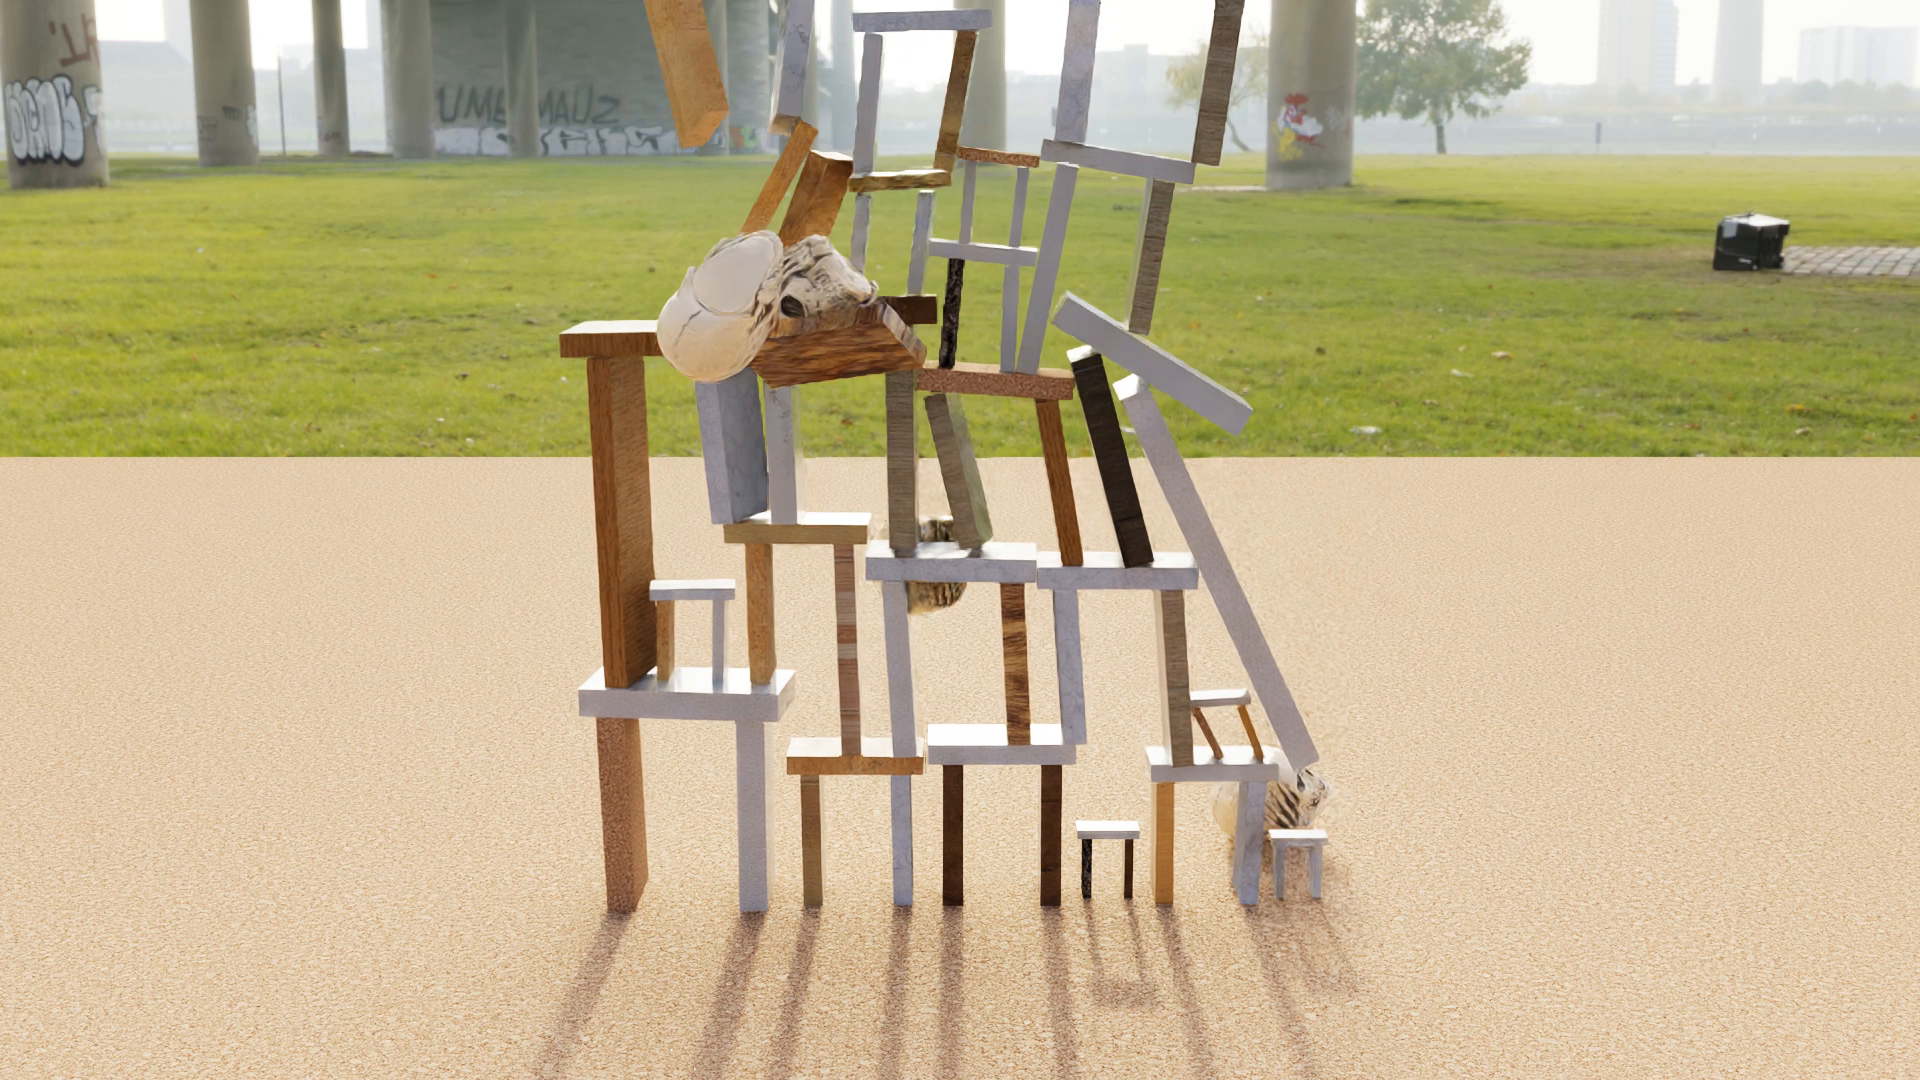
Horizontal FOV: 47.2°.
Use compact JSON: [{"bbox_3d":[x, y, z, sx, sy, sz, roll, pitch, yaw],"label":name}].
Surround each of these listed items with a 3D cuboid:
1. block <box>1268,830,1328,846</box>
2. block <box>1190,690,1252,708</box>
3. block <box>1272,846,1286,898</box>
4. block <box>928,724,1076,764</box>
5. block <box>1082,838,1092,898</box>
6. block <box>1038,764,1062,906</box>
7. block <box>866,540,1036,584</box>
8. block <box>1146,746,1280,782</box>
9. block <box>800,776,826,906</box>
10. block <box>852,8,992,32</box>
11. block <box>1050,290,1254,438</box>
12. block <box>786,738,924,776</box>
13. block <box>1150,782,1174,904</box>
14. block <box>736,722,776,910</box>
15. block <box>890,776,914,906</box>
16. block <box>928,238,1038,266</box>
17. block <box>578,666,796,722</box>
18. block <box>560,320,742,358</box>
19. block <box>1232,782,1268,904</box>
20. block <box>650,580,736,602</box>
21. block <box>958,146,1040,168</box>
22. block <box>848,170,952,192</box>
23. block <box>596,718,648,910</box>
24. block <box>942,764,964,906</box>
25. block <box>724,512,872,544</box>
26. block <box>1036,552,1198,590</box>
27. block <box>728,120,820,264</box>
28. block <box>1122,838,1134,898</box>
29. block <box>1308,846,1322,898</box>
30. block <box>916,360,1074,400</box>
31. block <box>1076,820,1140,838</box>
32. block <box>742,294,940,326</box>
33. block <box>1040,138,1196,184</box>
[{"bbox_3d":[0.561,0.493,3.650,0.092,0.013,0.046,0,11,0],"label":"block"},{"bbox_3d":[0.424,0.258,3.591,0.097,0.014,0.049,-3,11,-1],"label":"block"},{"bbox_3d":[0.530,0.545,3.660,0.013,0.092,0.046,0,11,0],"label":"block"},{"bbox_3d":[0.068,0.337,3.622,0.240,0.034,0.120,0,11,0],"label":"block"},{"bbox_3d":[0.211,0.539,3.663,0.015,0.103,0.051,0,11,0],"label":"block"},{"bbox_3d":[0.149,0.472,3.648,0.034,0.240,0.120,0,11,0],"label":"block"},{"bbox_3d":[-0.013,0.035,3.551,0.271,0.038,0.135,1,11,1],"label":"block"},{"bbox_3d":[0.415,0.369,3.628,0.209,0.030,0.104,-1,11,0],"label":"block"},{"bbox_3d":[-0.243,0.481,3.648,0.031,0.221,0.111,-1,11,0],"label":"block"},{"bbox_3d":[-0.059,-0.804,3.402,0.213,0.030,0.107,-2,13,-1],"label":"block"},{"bbox_3d":[0.303,-0.283,3.505,0.341,0.048,0.171,31,10,-3],"label":"block"},{"bbox_3d":[-0.171,0.356,3.625,0.221,0.031,0.111,0,11,0],"label":"block"},{"bbox_3d":[0.335,0.487,3.651,0.030,0.209,0.104,0,11,0],"label":"block"},{"bbox_3d":[-0.337,0.431,3.638,0.046,0.324,0.162,0,11,0],"label":"block"},{"bbox_3d":[-0.096,0.481,3.648,0.031,0.221,0.111,-1,10,0],"label":"block"},{"bbox_3d":[0.037,-0.454,3.474,0.168,0.024,0.084,6,11,1],"label":"block"},{"bbox_3d":[-0.443,0.250,3.592,0.324,0.046,0.162,1,10,5],"label":"block"},{"bbox_3d":[-0.482,-0.319,3.478,0.270,0.038,0.135,0,13,8],"label":"block"},{"bbox_3d":[0.480,0.486,3.651,0.030,0.209,0.104,3,11,-1],"label":"block"},{"bbox_3d":[-0.434,0.081,3.570,0.137,0.019,0.068,-1,11,-6],"label":"block"},{"bbox_3d":[0.061,-0.600,3.446,0.128,0.018,0.064,7,11,1],"label":"block"},{"bbox_3d":[-0.093,-0.566,3.463,0.161,0.023,0.081,-3,13,2],"label":"block"},{"bbox_3d":[-0.558,0.430,3.638,0.046,0.324,0.162,-2,10,0],"label":"block"},{"bbox_3d":[-0.011,0.472,3.648,0.034,0.240,0.120,0,11,0],"label":"block"},{"bbox_3d":[-0.261,-0.019,3.559,0.229,0.033,0.115,1,9,1],"label":"block"},{"bbox_3d":[0.252,0.050,3.565,0.256,0.036,0.128,0,11,1],"label":"block"},{"bbox_3d":[-0.290,-0.543,3.425,0.033,0.234,0.117,29,7,-9],"label":"block"},{"bbox_3d":[0.279,0.539,3.663,0.015,0.103,0.051,0,11,0],"label":"block"},{"bbox_3d":[0.592,0.545,3.660,0.013,0.092,0.046,0,11,0],"label":"block"},{"bbox_3d":[0.056,-0.256,3.513,0.248,0.035,0.124,4,11,0],"label":"block"},{"bbox_3d":[0.245,0.481,3.652,0.103,0.015,0.051,0,11,0],"label":"block"},{"bbox_3d":[-0.187,-0.365,3.503,0.304,0.043,0.152,-1,7,1],"label":"block"},{"bbox_3d":[0.247,-0.594,3.445,0.239,0.034,0.120,10,11,2],"label":"block"}]
